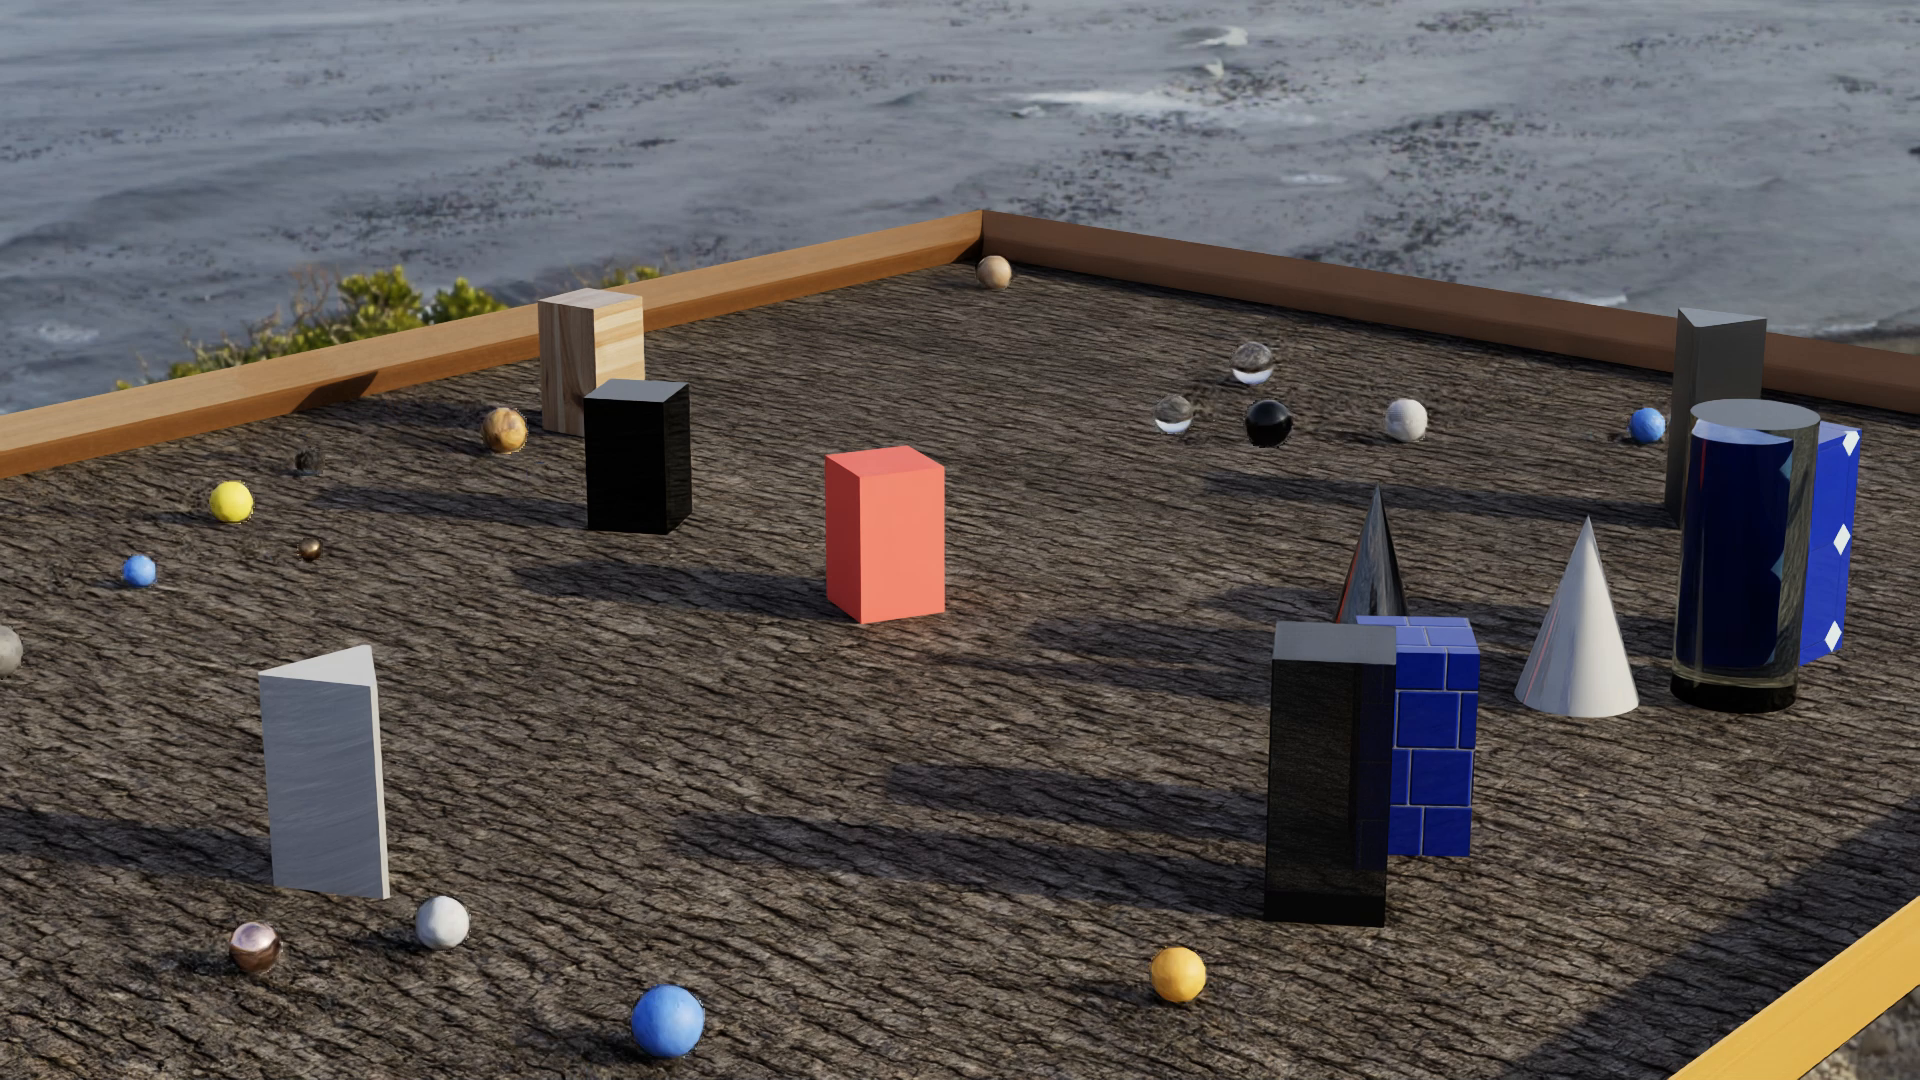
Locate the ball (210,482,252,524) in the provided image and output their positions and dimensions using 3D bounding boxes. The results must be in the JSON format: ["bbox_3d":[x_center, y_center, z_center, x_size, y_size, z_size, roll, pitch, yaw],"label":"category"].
[{"bbox_3d":[-1.379,-0.072,5.547,0.079,0.079,0.079,0,17,0],"label":"ball"}]

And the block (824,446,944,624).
[{"bbox_3d":[-0.129,-0.011,5.036,0.155,0.258,0.155,-8,18,-24],"label":"block"}]

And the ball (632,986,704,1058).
[{"bbox_3d":[-0.342,0.564,3.431,0.085,0.085,0.085,0,17,0],"label":"ball"}]

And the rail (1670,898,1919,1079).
[{"bbox_3d":[1.443,0.393,3.921,0.045,0.126,4.639,14,22,39],"label":"rail"}]

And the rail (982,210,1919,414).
[{"bbox_3d":[1.505,-0.469,6.780,3.869,0.126,0.045,14,22,39],"label":"rail"}]

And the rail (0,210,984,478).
[{"bbox_3d":[-1.443,-0.330,6.319,0.045,0.126,4.639,14,22,39],"label":"rail"}]

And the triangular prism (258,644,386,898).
[{"bbox_3d":[-0.818,0.304,3.921,0.168,0.299,0.146,5,17,16],"label":"triangular prism"}]

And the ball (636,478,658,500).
[{"bbox_3d":[-0.610,-0.099,5.700,0.043,0.043,0.043,0,17,0],"label":"ball"}]

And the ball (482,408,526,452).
[{"bbox_3d":[-0.939,-0.227,6.039,0.092,0.092,0.092,0,17,0],"label":"ball"}]

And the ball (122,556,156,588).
[{"bbox_3d":[-1.445,0.056,5.164,0.057,0.057,0.057,0,17,0],"label":"ball"}]

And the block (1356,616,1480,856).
[{"bbox_3d":[0.624,0.269,4.047,0.155,0.293,0.155,1,17,4],"label":"block"}]

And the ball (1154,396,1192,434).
[{"bbox_3d":[0.451,-0.265,6.184,0.081,0.081,0.081,0,17,0],"label":"ball"}]

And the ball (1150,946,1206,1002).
[{"bbox_3d":[0.266,0.530,3.573,0.068,0.068,0.068,0,17,0],"label":"ball"}]

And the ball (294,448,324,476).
[{"bbox_3d":[-1.303,-0.156,5.867,0.056,0.056,0.056,0,17,0],"label":"ball"}]

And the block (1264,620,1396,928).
[{"bbox_3d":[0.482,0.303,3.818,0.155,0.360,0.155,2,17,8],"label":"block"}]

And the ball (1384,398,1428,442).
[{"bbox_3d":[0.931,-0.250,6.120,0.090,0.090,0.090,0,17,0],"label":"ball"}]

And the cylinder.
[{"bbox_3d":[1.224,0.024,4.579,0.194,0.455,0.194,0,17,0],"label":"cylinder"}]

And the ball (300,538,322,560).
[{"bbox_3d":[-1.178,0.018,5.318,0.040,0.040,0.040,0,17,0],"label":"ball"}]

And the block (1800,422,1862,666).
[{"bbox_3d":[1.350,-0.001,4.802,0.155,0.374,0.155,-16,23,-42],"label":"block"}]

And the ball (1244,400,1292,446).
[{"bbox_3d":[0.640,-0.242,6.082,0.097,0.097,0.097,0,17,0],"label":"ball"}]

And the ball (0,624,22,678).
[{"bbox_3d":[-1.549,0.179,4.699,0.090,0.090,0.090,0,17,0],"label":"ball"}]

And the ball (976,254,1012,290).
[{"bbox_3d":[0.088,-0.694,7.592,0.089,0.089,0.089,0,17,0],"label":"ball"}]

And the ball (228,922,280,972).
[{"bbox_3d":[-0.880,0.507,3.656,0.063,0.063,0.063,0,17,0],"label":"ball"}]

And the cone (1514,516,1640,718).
[{"bbox_3d":[0.974,0.103,4.586,0.194,0.300,0.194,0,17,0],"label":"cone"}]

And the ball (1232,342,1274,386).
[{"bbox_3d":[0.658,-0.397,6.594,0.097,0.097,0.097,0,17,0],"label":"ball"}]

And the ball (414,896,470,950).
[{"bbox_3d":[-0.657,0.486,3.718,0.068,0.068,0.068,0,17,0],"label":"ball"}]

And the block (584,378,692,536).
[{"bbox_3d":[-0.606,-0.158,5.527,0.155,0.256,0.155,4,17,12],"label":"block"}]

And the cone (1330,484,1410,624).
[{"bbox_3d":[0.643,0.079,4.563,0.194,0.358,0.194,0,17,0],"label":"cone"}]

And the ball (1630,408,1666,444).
[{"bbox_3d":[1.433,-0.239,6.111,0.073,0.073,0.073,0,17,0],"label":"ball"}]

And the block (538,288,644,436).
[{"bbox_3d":[-0.778,-0.375,6.206,0.155,0.279,0.155,11,20,33],"label":"block"}]

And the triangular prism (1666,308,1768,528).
[{"bbox_3d":[1.398,-0.235,5.551,0.168,0.390,0.146,-9,19,-26],"label":"triangular prism"}]
